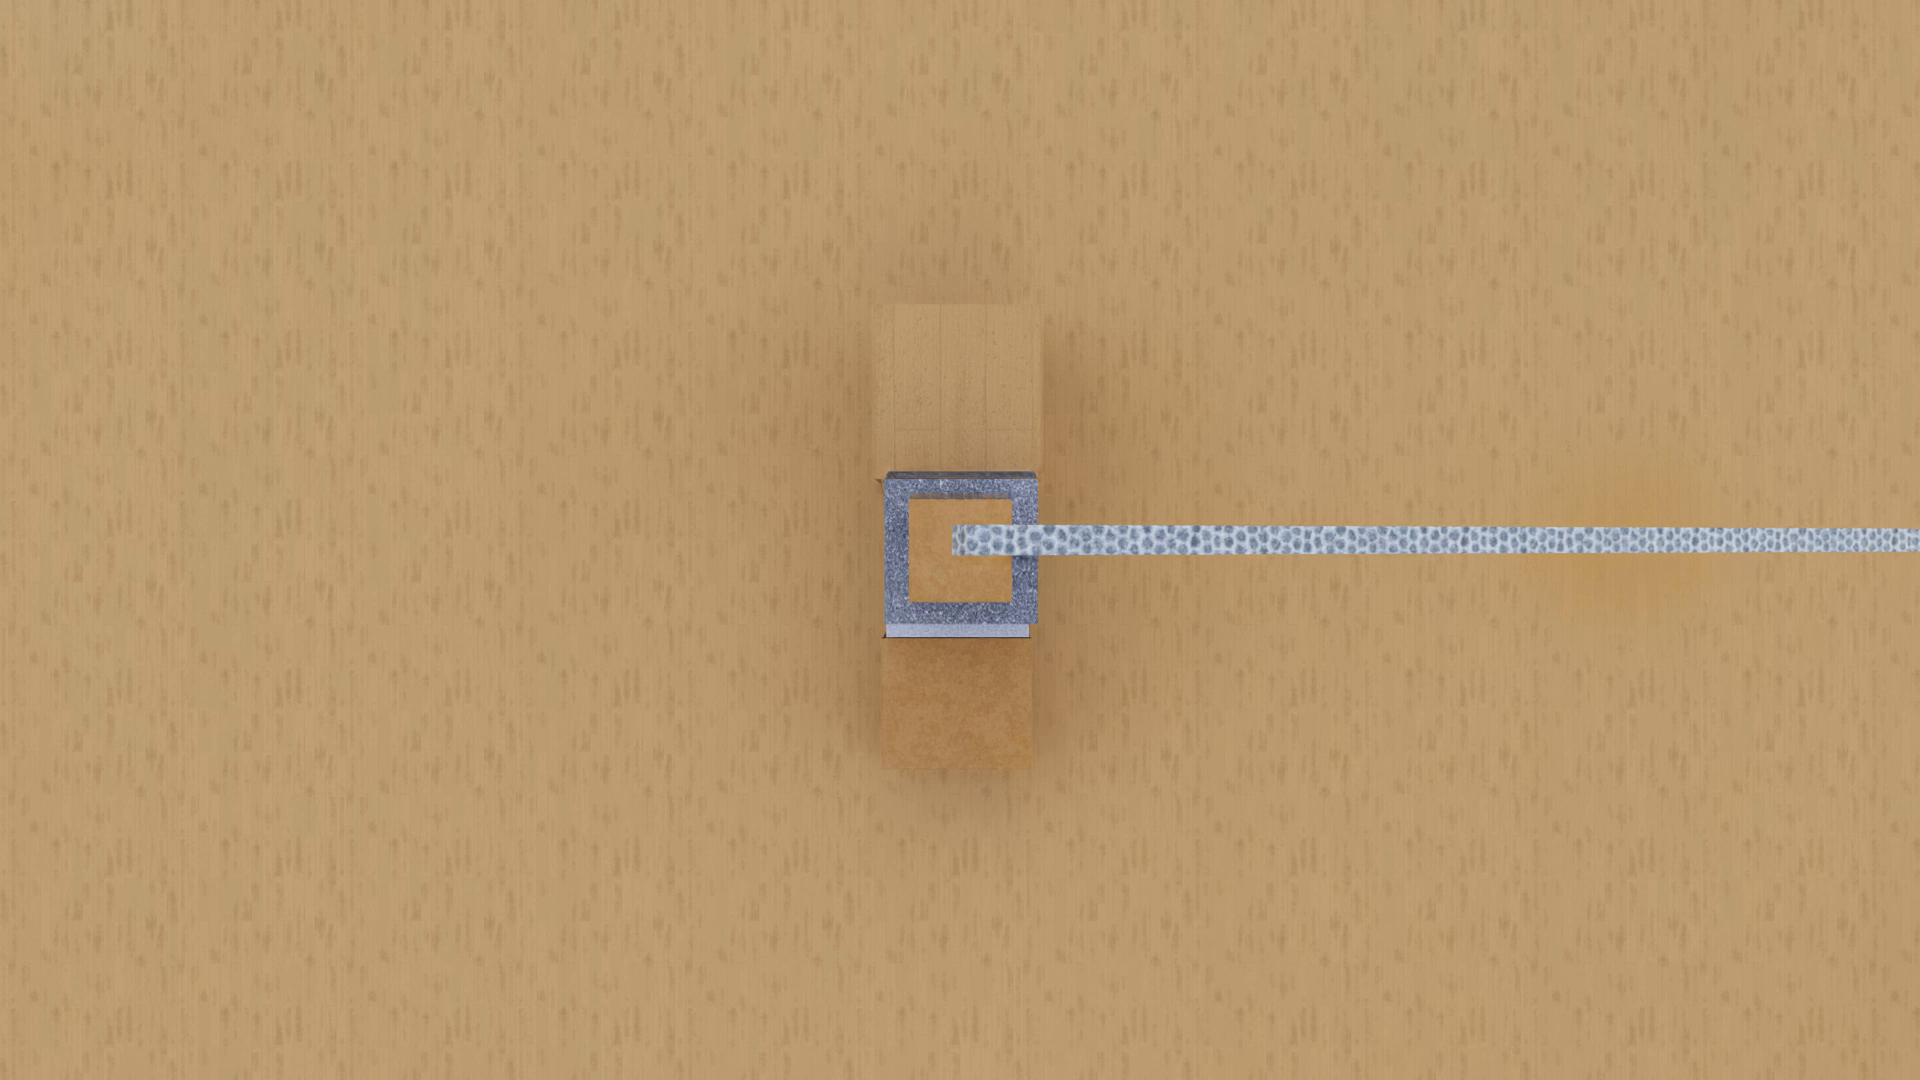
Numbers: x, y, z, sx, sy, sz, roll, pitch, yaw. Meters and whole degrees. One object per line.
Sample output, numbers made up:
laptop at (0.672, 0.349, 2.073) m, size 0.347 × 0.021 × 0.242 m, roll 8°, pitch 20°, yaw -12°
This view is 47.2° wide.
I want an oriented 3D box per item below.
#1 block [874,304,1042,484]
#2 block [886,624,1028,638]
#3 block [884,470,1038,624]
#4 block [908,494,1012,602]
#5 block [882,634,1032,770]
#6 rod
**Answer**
block at (-0.011, -0.808, 12.487) m, size 0.914 × 1.027 × 0.952 m, roll 0°, pitch 90°, yaw 0°
block at (-0.013, 0.108, 12.591) m, size 0.789 × 0.819 × 0.861 m, roll 0°, pitch 90°, yaw 0°
block at (0.006, 0.030, 11.671) m, size 0.791 × 0.670 × 0.753 m, roll 0°, pitch 95°, yaw 0°
block at (0.002, 0.034, 11.109) m, size 0.510 × 0.449 × 0.509 m, roll 0°, pitch 95°, yaw 0°
block at (-0.020, 0.917, 12.645) m, size 0.838 × 0.710 × 0.735 m, roll 0°, pitch 90°, yaw 0°
rod at (2.234, 0.000, 7.043) m, size 5.200 × 0.080 × 0.080 m, roll 0°, pitch 90°, yaw -31°
